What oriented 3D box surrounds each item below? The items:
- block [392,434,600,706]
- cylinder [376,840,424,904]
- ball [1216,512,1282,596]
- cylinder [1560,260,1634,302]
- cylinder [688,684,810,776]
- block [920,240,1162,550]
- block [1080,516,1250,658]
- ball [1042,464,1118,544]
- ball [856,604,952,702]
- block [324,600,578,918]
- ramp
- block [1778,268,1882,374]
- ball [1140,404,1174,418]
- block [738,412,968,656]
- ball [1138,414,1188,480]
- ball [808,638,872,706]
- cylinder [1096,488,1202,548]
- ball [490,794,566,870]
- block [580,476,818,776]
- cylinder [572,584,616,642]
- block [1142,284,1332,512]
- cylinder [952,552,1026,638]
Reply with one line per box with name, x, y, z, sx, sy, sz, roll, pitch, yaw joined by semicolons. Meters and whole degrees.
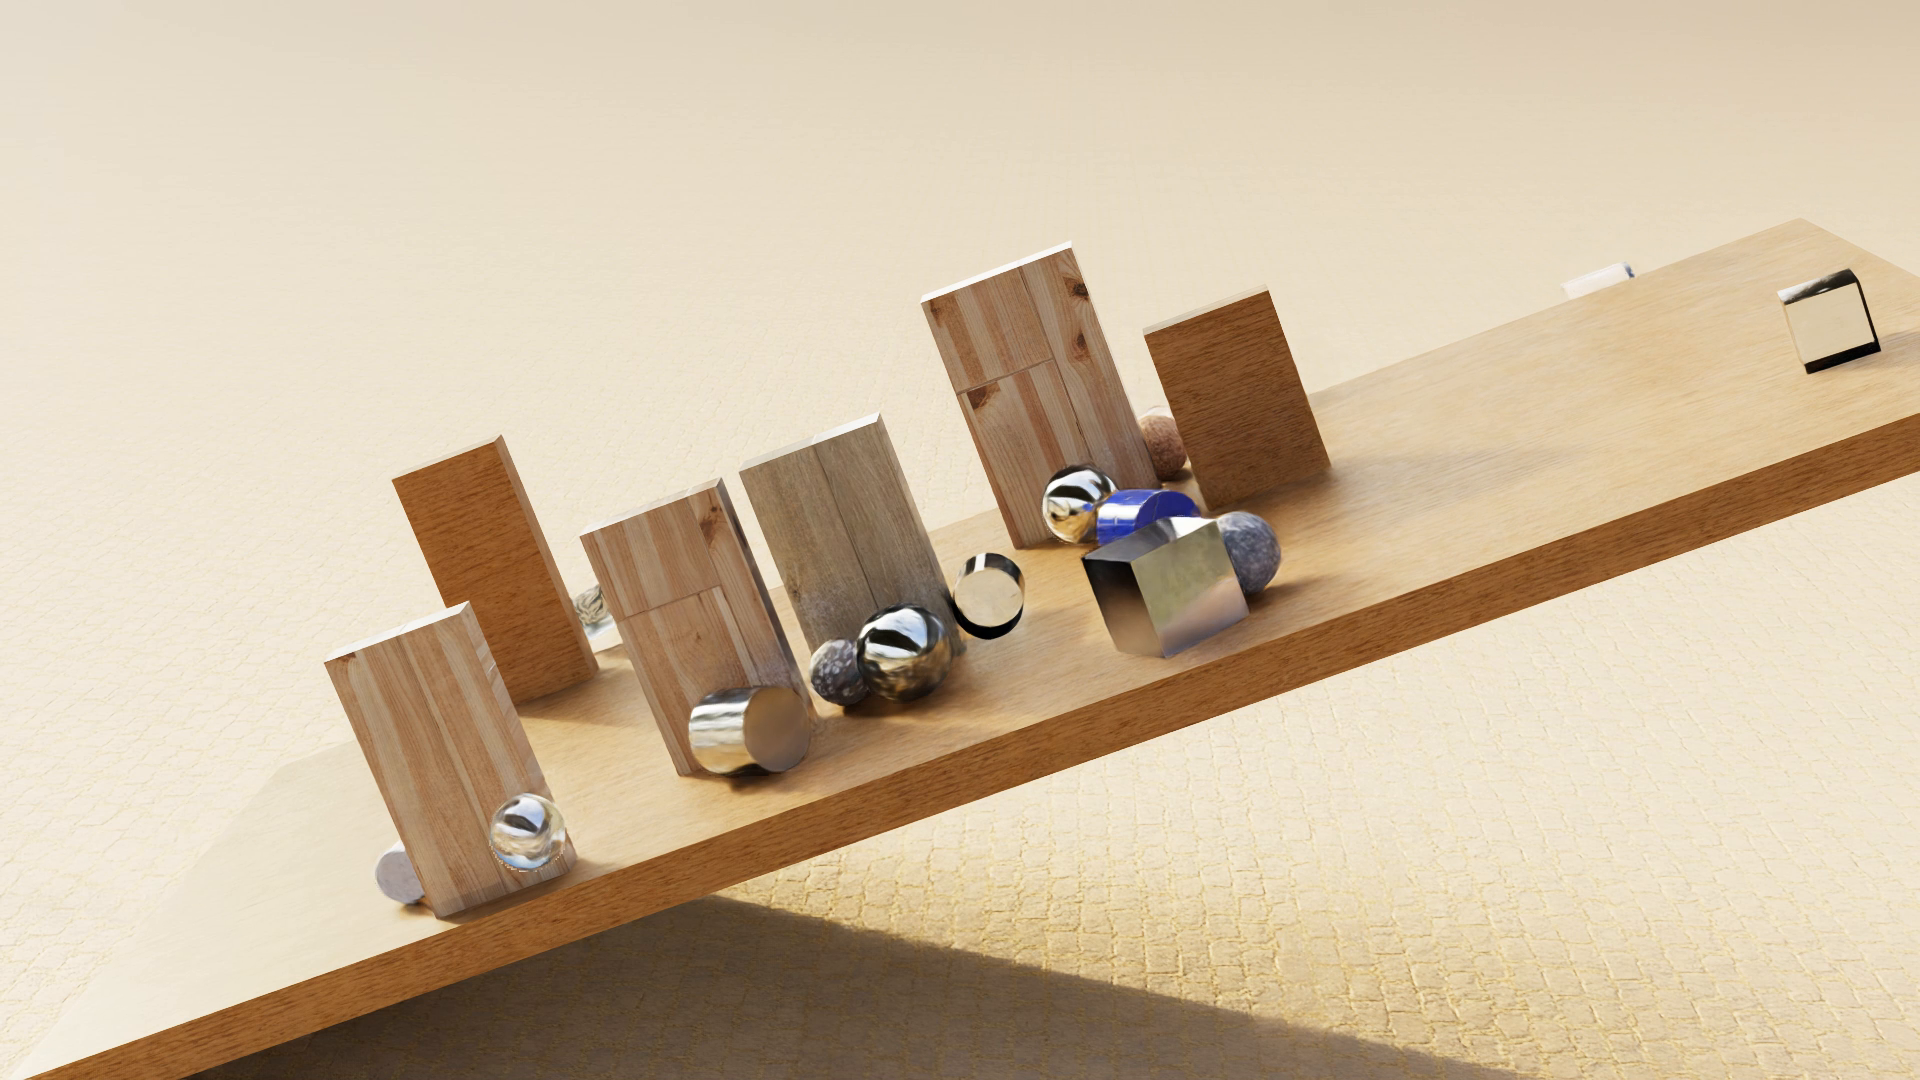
block;-1.119;0.084;7.104;0.267;0.621;0.098;-20;12;7
cylinder;-1.070;0.637;5.760;0.111;0.111;0.111;3;18;14
ball;0.529;0.026;5.578;0.160;0.160;0.160;0;13;0
cylinder;1.582;-0.579;7.226;0.165;0.165;0.165;-20;12;5
cylinder;-0.406;0.368;5.676;0.167;0.167;0.167;-12;3;-42
block;0.189;-0.328;6.697;0.361;0.609;0.110;-20;12;7
block;0.383;0.087;5.495;0.194;0.194;0.194;-26;12;-22
ball;0.268;-0.079;6.503;0.176;0.176;0.176;0;13;0
ball;-0.110;0.221;5.764;0.191;0.191;0.191;0;13;0
block;-0.952;0.414;5.514;0.274;0.534;0.090;-20;12;7
ramp;0.118;0.176;6.295;4.000;0.100;2.000;-20;12;7
block;1.673;-0.422;5.664;0.143;0.143;0.143;-18;12;14
ball;0.488;-0.263;7.085;0.125;0.125;0.125;0;13;0
block;-0.215;0.033;6.010;0.299;0.510;0.107;-20;12;7
ball;0.456;-0.216;6.851;0.154;0.154;0.154;0;13;0
ball;-0.236;0.265;5.925;0.136;0.136;0.136;0;13;0
cylinder;0.391;-0.022;6.056;0.163;0.163;0.163;-6;6;-25
ball;-0.792;0.535;5.390;0.137;0.137;0.137;0;13;0
block;-0.518;0.173;5.863;0.292;0.527;0.093;-20;12;7
cylinder;-0.933;0.190;7.425;0.117;0.117;0.117;-30;25;-21
block;0.600;-0.308;6.370;0.283;0.412;0.095;-20;12;7
cylinder;0.059;0.114;6.063;0.147;0.147;0.147;1;13;3
